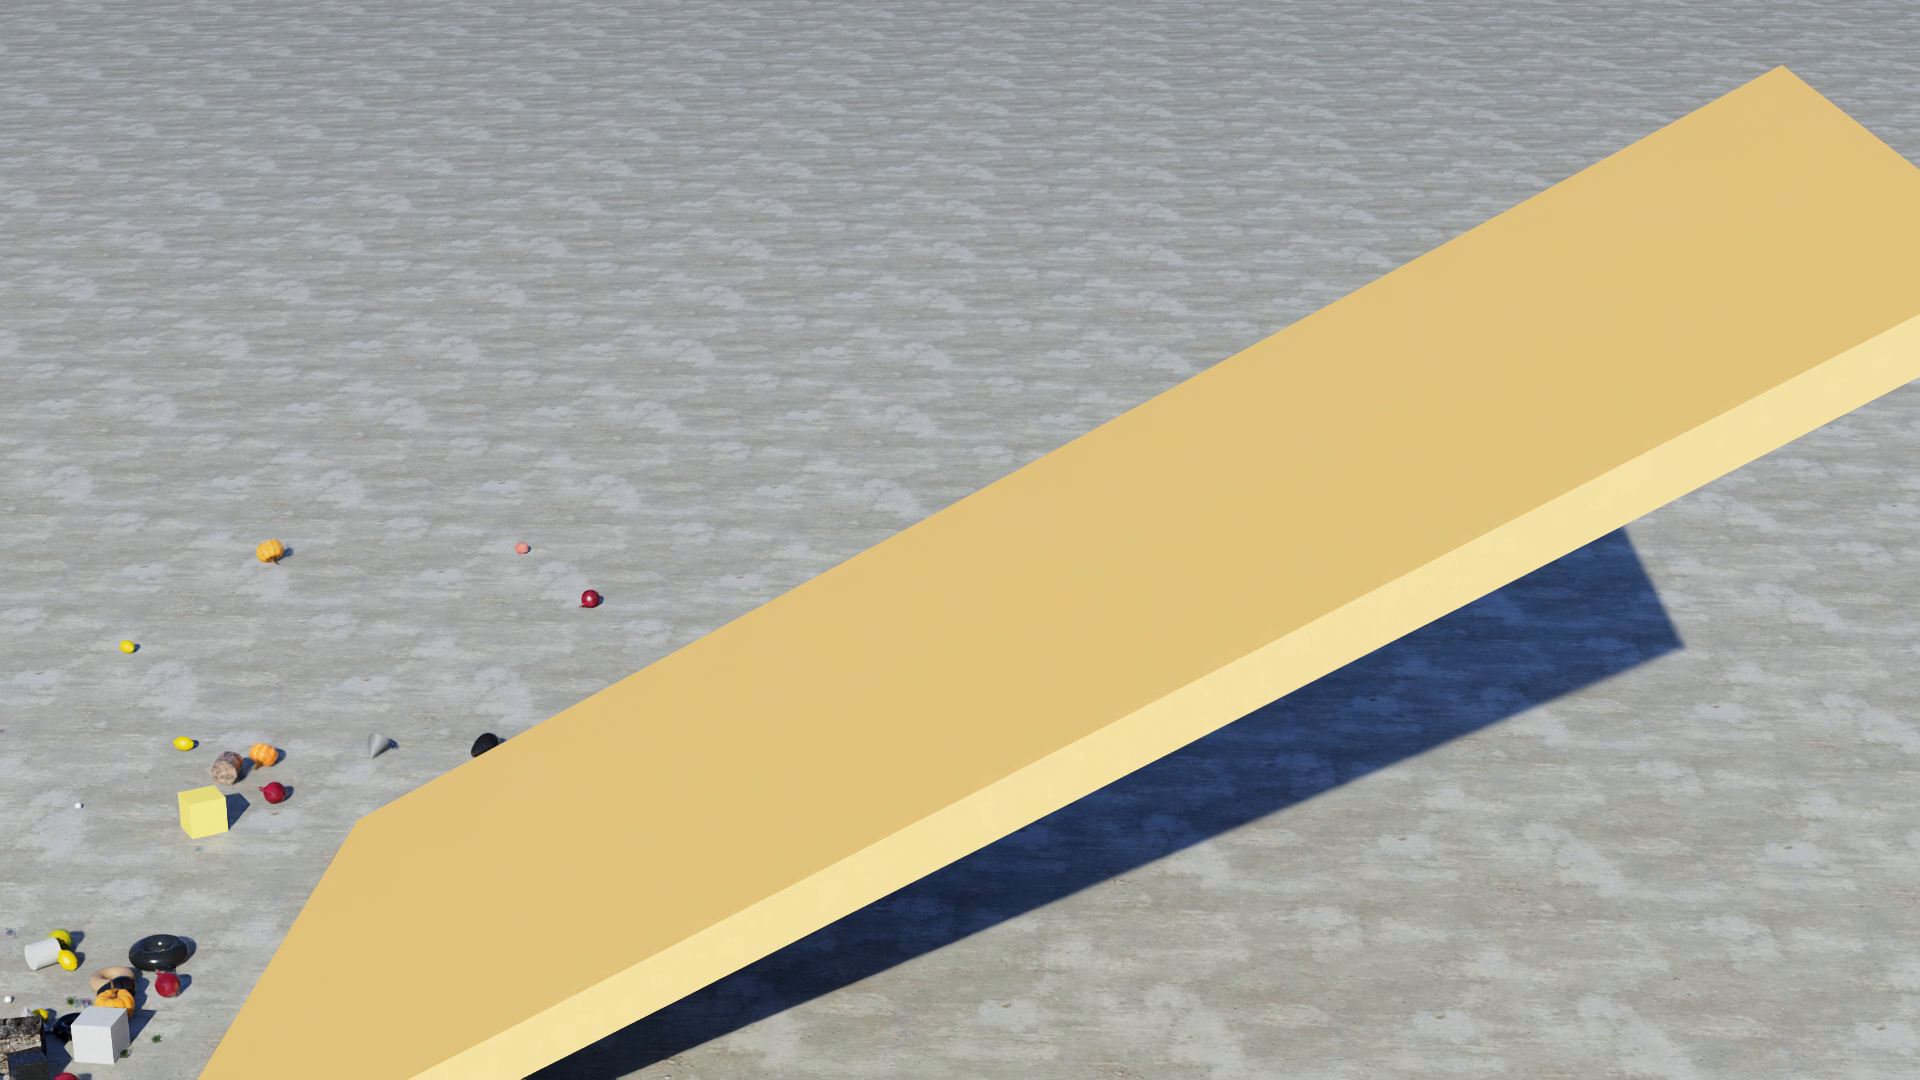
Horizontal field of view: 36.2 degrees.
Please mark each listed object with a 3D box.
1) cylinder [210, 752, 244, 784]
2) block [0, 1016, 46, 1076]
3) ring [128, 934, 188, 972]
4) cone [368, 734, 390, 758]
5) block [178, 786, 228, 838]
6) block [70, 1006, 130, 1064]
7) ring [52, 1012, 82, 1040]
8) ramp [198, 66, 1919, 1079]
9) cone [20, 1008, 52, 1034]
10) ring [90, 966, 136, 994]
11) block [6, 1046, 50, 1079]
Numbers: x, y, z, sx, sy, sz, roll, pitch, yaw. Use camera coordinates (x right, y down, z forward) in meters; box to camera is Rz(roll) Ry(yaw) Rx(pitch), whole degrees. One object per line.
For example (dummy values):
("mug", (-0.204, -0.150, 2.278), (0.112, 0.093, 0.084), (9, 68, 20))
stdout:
("cylinder", (-2.013, 0.627, 8.080), (0.073, 0.073, 0.073), (-1, 12, -2))
("block", (-2.089, 1.124, 6.548), (0.092, 0.092, 0.092), (-4, 19, -12))
("ring", (-1.917, 0.987, 7.036), (0.139, 0.046, 0.139), (0, 20, 0))
("cone", (-1.644, 0.592, 8.256), (0.067, 0.067, 0.067), (5, 46, 15))
("block", (-1.999, 0.718, 7.768), (0.097, 0.097, 0.097), (-11, 21, -30))
("block", (-1.925, 1.109, 6.592), (0.092, 0.092, 0.092), (3, 18, 8))
("ring", (-2.015, 1.107, 6.695), (0.098, 0.033, 0.098), (0, 20, 0))
("ramp", (0.142, 0.168, 6.284), (4.000, 0.100, 2.000), (-28, 15, 12))
("cone", (-2.096, 1.109, 6.684), (0.078, 0.078, 0.078), (21, 9, -25))
("ring", (-1.992, 1.034, 6.912), (0.106, 0.035, 0.106), (-1, 18, 0))
("block", (-2.046, 1.165, 6.460), (0.069, 0.069, 0.069), (-11, 21, -30))
